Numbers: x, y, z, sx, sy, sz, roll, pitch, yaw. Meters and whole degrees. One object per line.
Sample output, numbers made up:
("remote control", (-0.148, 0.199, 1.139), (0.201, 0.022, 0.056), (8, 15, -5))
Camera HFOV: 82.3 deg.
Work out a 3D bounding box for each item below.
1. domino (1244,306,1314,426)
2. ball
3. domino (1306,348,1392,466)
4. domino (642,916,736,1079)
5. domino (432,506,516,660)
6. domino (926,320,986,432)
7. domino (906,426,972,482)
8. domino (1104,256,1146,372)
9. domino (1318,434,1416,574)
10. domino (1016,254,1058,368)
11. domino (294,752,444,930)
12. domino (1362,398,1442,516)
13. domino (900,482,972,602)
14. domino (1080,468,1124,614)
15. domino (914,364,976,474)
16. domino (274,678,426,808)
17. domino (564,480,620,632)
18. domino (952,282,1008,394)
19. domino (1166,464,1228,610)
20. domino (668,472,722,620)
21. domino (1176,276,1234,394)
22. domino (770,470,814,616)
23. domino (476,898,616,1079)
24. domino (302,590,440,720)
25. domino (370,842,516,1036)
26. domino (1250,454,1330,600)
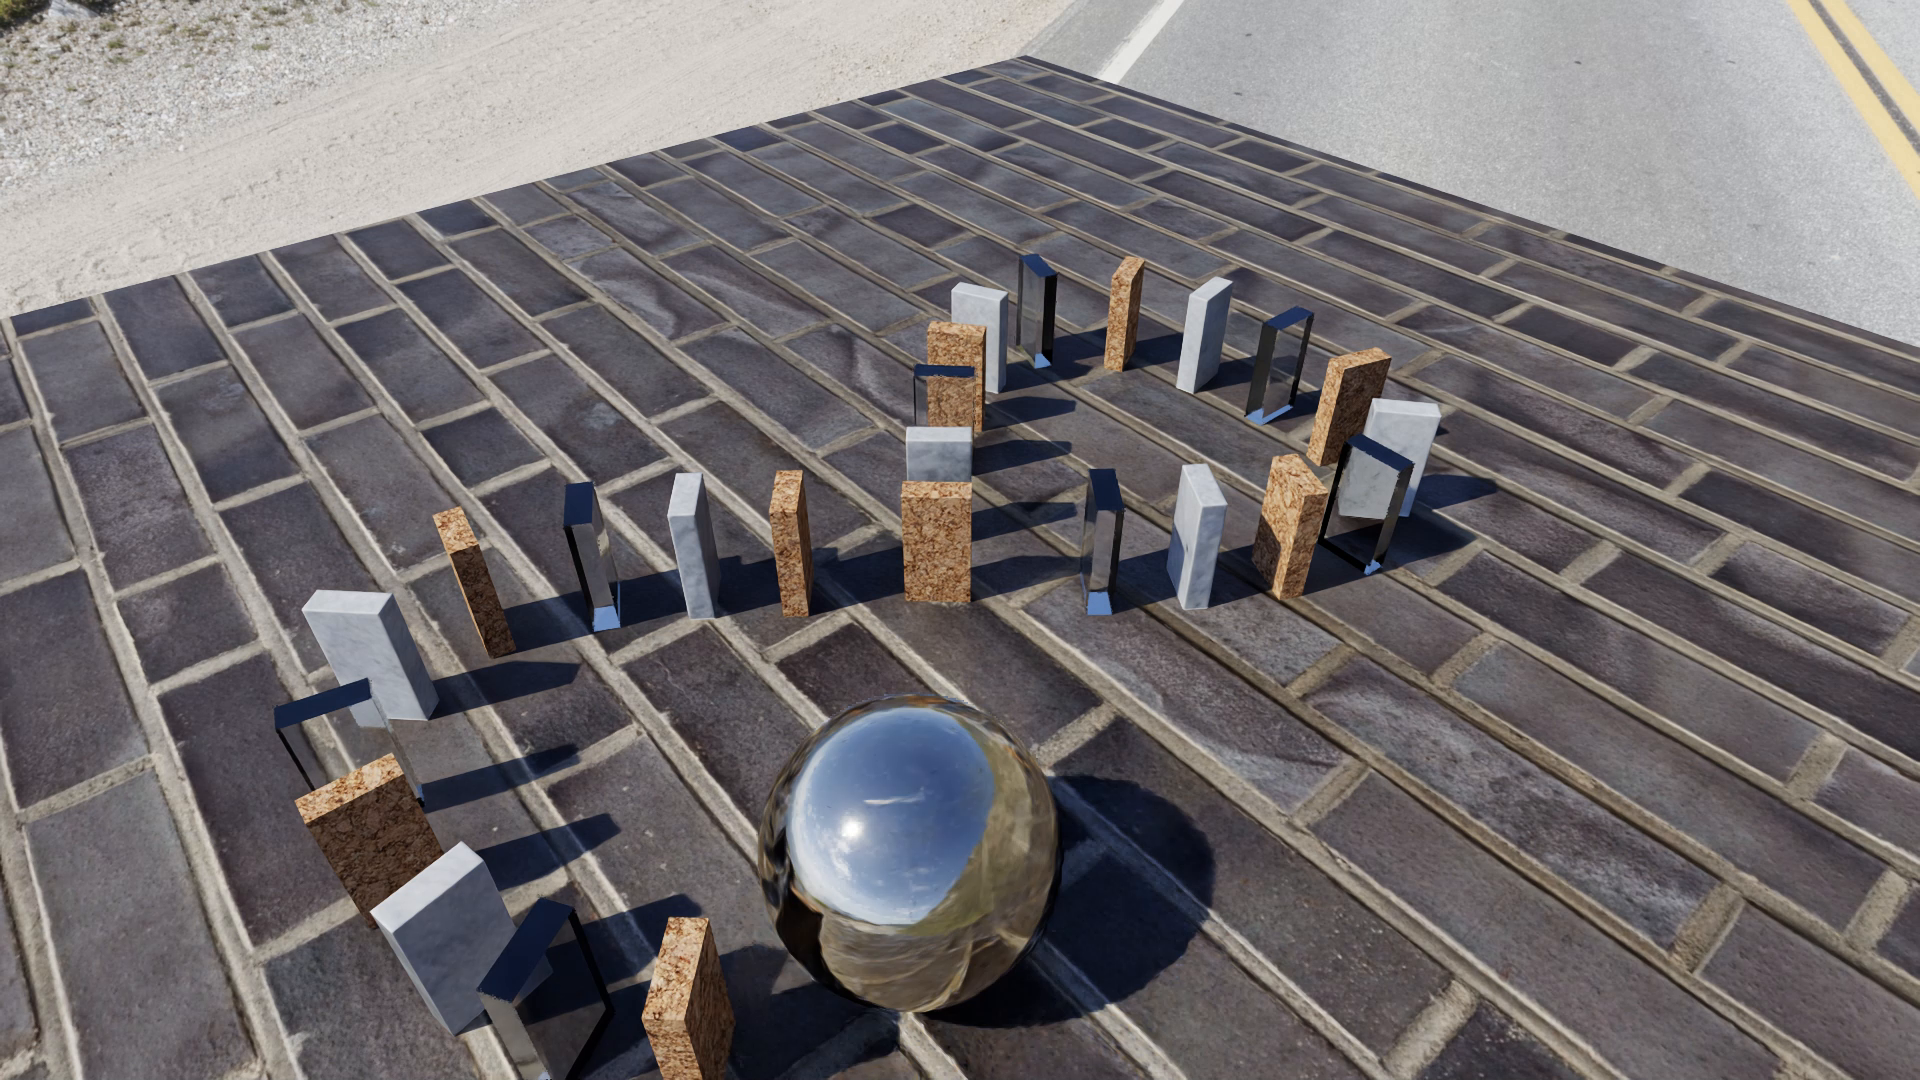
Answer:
("domino", (0.148, -0.080, 0.510), (0.025, 0.050, 0.009), (-28, 47, -30))
("ball", (-0.013, 0.081, 0.289), (0.080, 0.080, 0.080), (0, 39, 0))
("domino", (0.170, -0.058, 0.482), (0.025, 0.050, 0.009), (-15, 42, -18))
("domino", (-0.065, 0.117, 0.268), (0.009, 0.050, 0.025), (2, 39, 2))
("domino", (-0.173, 0.016, 0.392), (0.010, 0.050, 0.025), (-22, 44, -25))
("domino", (-0.001, -0.074, 0.502), (0.025, 0.050, 0.010), (7, 40, 9))
("domino", (-0.008, -0.021, 0.438), (0.025, 0.050, 0.010), (0, 39, 0))
("domino", (0.082, -0.113, 0.549), (0.009, 0.050, 0.025), (15, 42, 17))
("domino", (0.157, -0.014, 0.428), (0.009, 0.050, 0.025), (-26, 46, -28))
("domino", (0.038, -0.115, 0.551), (0.009, 0.050, 0.025), (-13, 41, -16))
("domino", (-0.162, 0.085, 0.308), (0.025, 0.050, 0.009), (-28, 47, -30))
("domino", (0.177, -0.033, 0.452), (0.025, 0.050, 0.009), (6, 40, 8))
("domino", (-0.008, 0.001, 0.410), (0.025, 0.050, 0.010), (1, 39, 1))
("domino", (0.052, 0.001, 0.410), (0.009, 0.050, 0.025), (-1, 39, -1))
("domino", (-0.007, -0.051, 0.474), (0.025, 0.050, 0.009), (3, 39, 3))
("domino", (-0.183, 0.066, 0.331), (0.025, 0.050, 0.009), (-19, 43, -22))
("domino", (-0.135, 0.006, 0.404), (0.010, 0.050, 0.025), (-9, 40, -10))
("domino", (0.009, -0.097, 0.530), (0.025, 0.050, 0.010), (17, 42, 19))
("domino", (0.088, -0.001, 0.412), (0.010, 0.050, 0.025), (-4, 40, -5))
("domino", (-0.098, 0.003, 0.408), (0.010, 0.050, 0.025), (-3, 39, -3))
("domino", (0.118, -0.099, 0.532), (0.009, 0.050, 0.025), (27, 46, 29))
("domino", (-0.062, 0.002, 0.409), (0.009, 0.050, 0.025), (-1, 39, -1))
("domino", (-0.101, 0.114, 0.272), (0.009, 0.050, 0.025), (11, 41, 13))
("domino", (-0.194, 0.039, 0.364), (0.025, 0.050, 0.009), (2, 39, 3))
("domino", (-0.130, 0.104, 0.285), (0.010, 0.050, 0.025), (26, 46, 28))
("domino", (0.124, -0.005, 0.417), (0.010, 0.050, 0.025), (-9, 40, -10))
